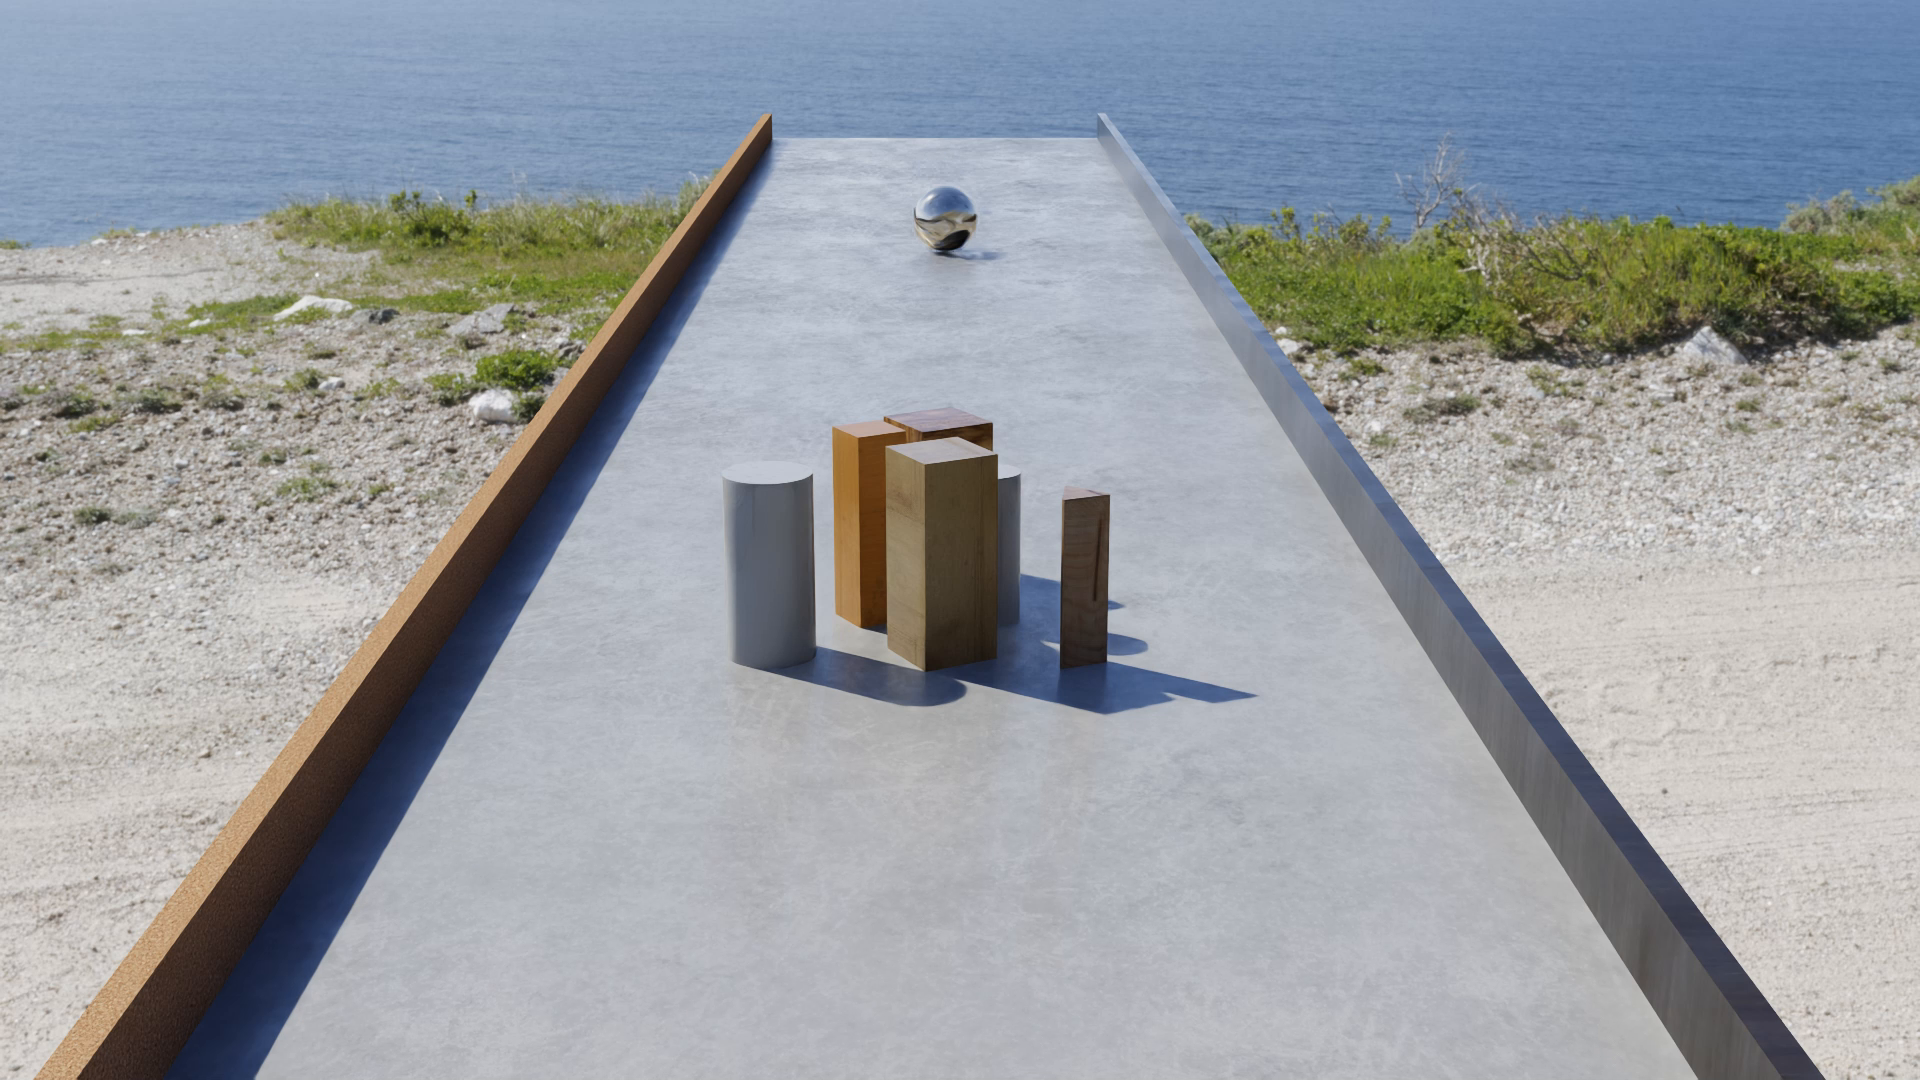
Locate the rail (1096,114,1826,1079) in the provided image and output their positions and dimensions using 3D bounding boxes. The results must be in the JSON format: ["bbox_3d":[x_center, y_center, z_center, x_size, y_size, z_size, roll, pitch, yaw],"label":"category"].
[{"bbox_3d":[0.932,-0.844,7.801,0.050,0.150,12.000,0,17,-1],"label":"rail"}]

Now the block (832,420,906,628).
[{"bbox_3d":[-0.188,-0.034,4.620,0.113,0.411,0.113,-10,19,-30],"label":"block"}]

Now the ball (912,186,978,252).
[{"bbox_3d":[-0.063,-1.363,9.330,0.274,0.274,0.274,0,17,0],"label":"ball"}]

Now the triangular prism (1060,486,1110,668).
[{"bbox_3d":[0.230,0.071,4.376,0.103,0.349,0.090,-7,18,-22],"label":"triangular prism"}]

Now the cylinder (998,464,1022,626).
[{"bbox_3d":[0.066,0.011,4.625,0.123,0.322,0.123,0,17,0],"label":"cylinder"}]

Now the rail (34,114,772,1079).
[{"bbox_3d":[-1.118,-0.838,7.780,0.050,0.150,12.000,0,17,-1],"label":"rail"}]

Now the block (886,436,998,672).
[{"bbox_3d":[-0.037,0.026,4.395,0.164,0.424,0.164,-9,19,-28],"label":"block"}]

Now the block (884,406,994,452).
[{"bbox_3d":[-0.049,-0.094,4.909,0.177,0.361,0.177,-10,19,-29],"label":"block"}]

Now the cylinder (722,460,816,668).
[{"bbox_3d":[-0.380,0.048,4.399,0.180,0.380,0.180,0,17,0],"label":"cylinder"}]
